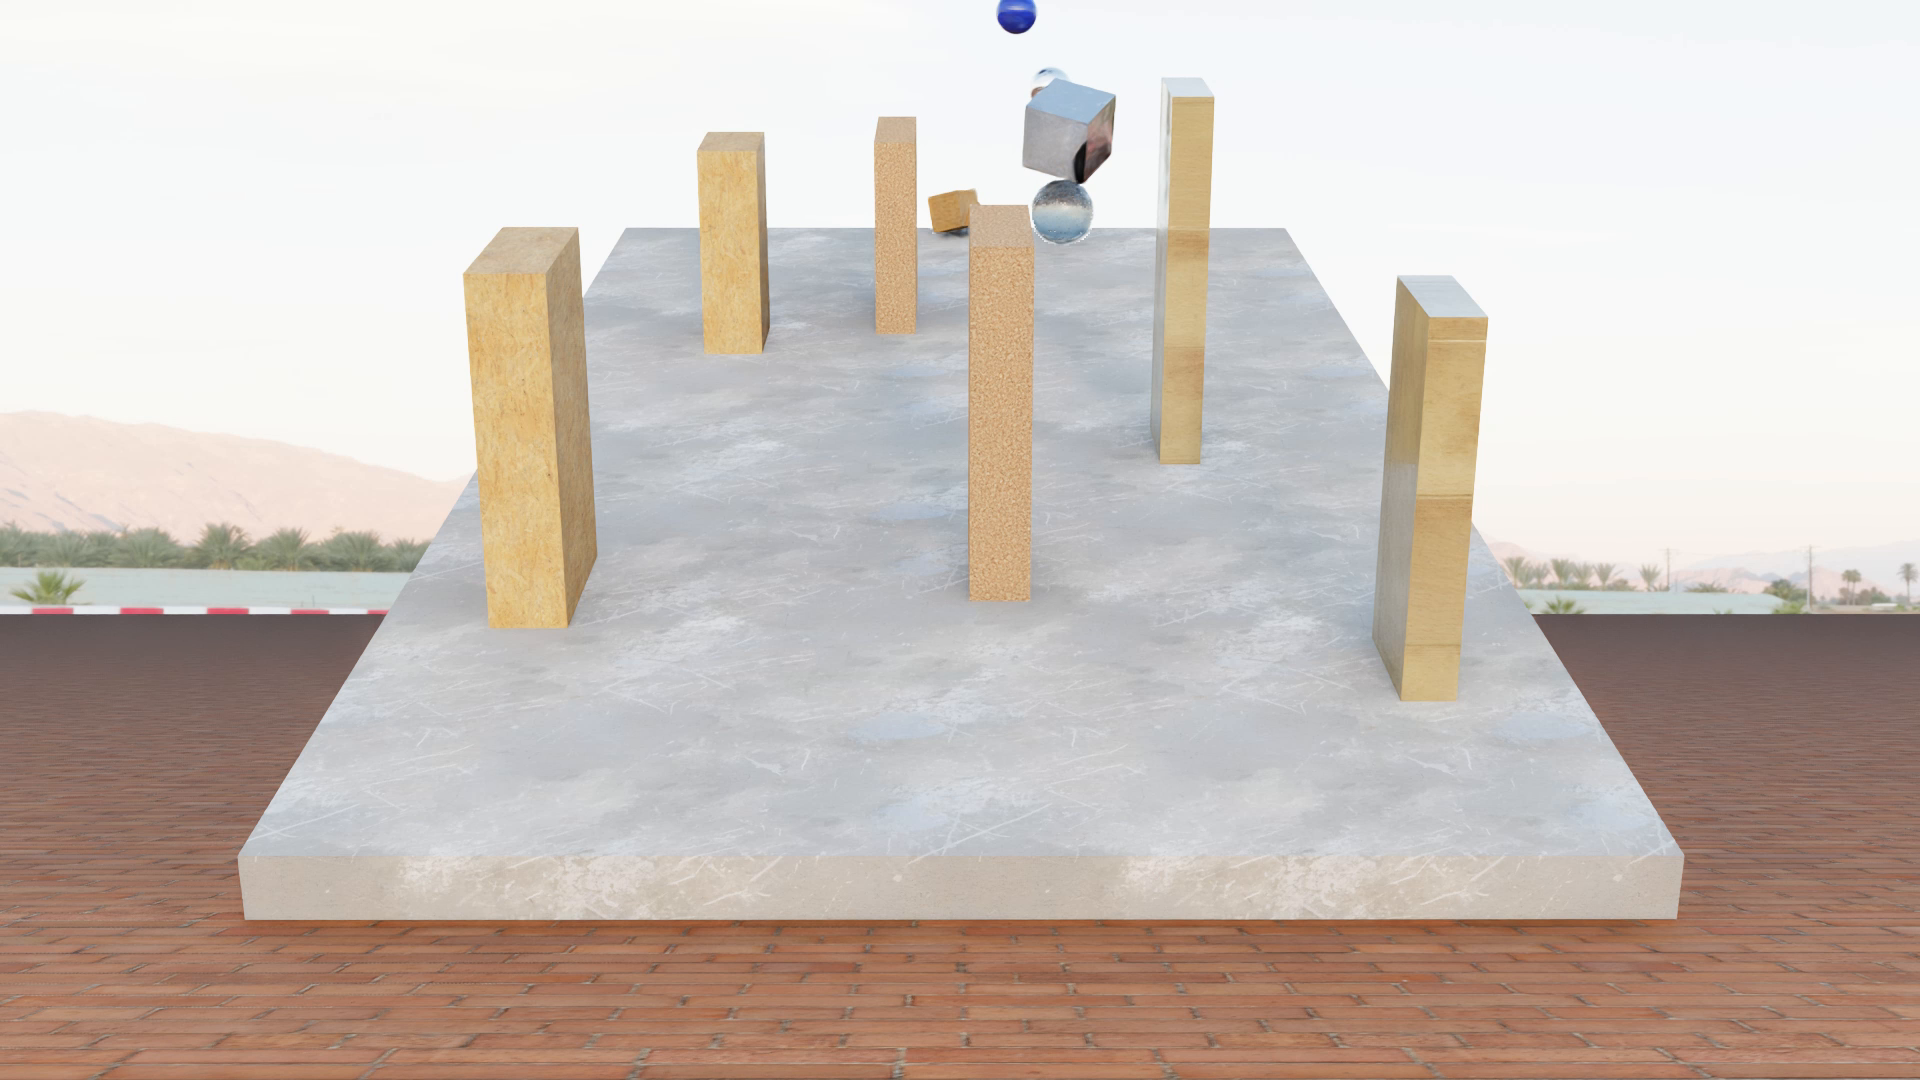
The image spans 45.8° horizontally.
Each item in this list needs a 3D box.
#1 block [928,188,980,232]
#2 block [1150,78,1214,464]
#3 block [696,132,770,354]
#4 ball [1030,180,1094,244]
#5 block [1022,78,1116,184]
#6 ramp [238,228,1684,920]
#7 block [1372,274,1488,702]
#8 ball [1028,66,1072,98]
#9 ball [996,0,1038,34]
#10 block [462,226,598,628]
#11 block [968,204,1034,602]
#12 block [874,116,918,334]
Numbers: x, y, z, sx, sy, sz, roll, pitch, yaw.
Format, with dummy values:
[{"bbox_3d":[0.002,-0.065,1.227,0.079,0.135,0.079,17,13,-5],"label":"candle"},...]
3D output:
[{"bbox_3d":[-0.015,-0.982,6.767,0.107,0.107,0.107,-7,5,36],"label":"block"},{"bbox_3d":[0.461,-0.560,4.736,0.084,0.765,0.250,0,20,0],"label":"block"},{"bbox_3d":[-0.554,-0.732,5.583,0.141,0.498,0.261,0,20,0],"label":"block"},{"bbox_3d":[0.292,-0.936,6.467,0.181,0.181,0.181,0,-2,0],"label":"ball"},{"bbox_3d":[0.316,-1.188,6.594,0.199,0.199,0.199,20,42,19],"label":"block"},{"bbox_3d":[-0.005,-0.209,5.031,2.000,0.100,4.000,0,20,0],"label":"ramp"},{"bbox_3d":[0.748,-0.084,3.641,0.089,0.631,0.266,0,20,0],"label":"block"},{"bbox_3d":[0.277,-1.379,6.933,0.132,0.132,0.132,0,-2,0],"label":"ball"},{"bbox_3d":[0.173,-1.615,6.960,0.130,0.130,0.130,0,-2,0],"label":"ball"},{"bbox_3d":[-0.742,-0.202,3.964,0.134,0.623,0.353,0,20,0],"label":"block"},{"bbox_3d":[0.070,-0.251,4.076,0.107,0.639,0.342,0,20,0],"label":"block"},{"bbox_3d":[-0.162,-0.812,5.820,0.100,0.483,0.377,0,20,0],"label":"block"}]
